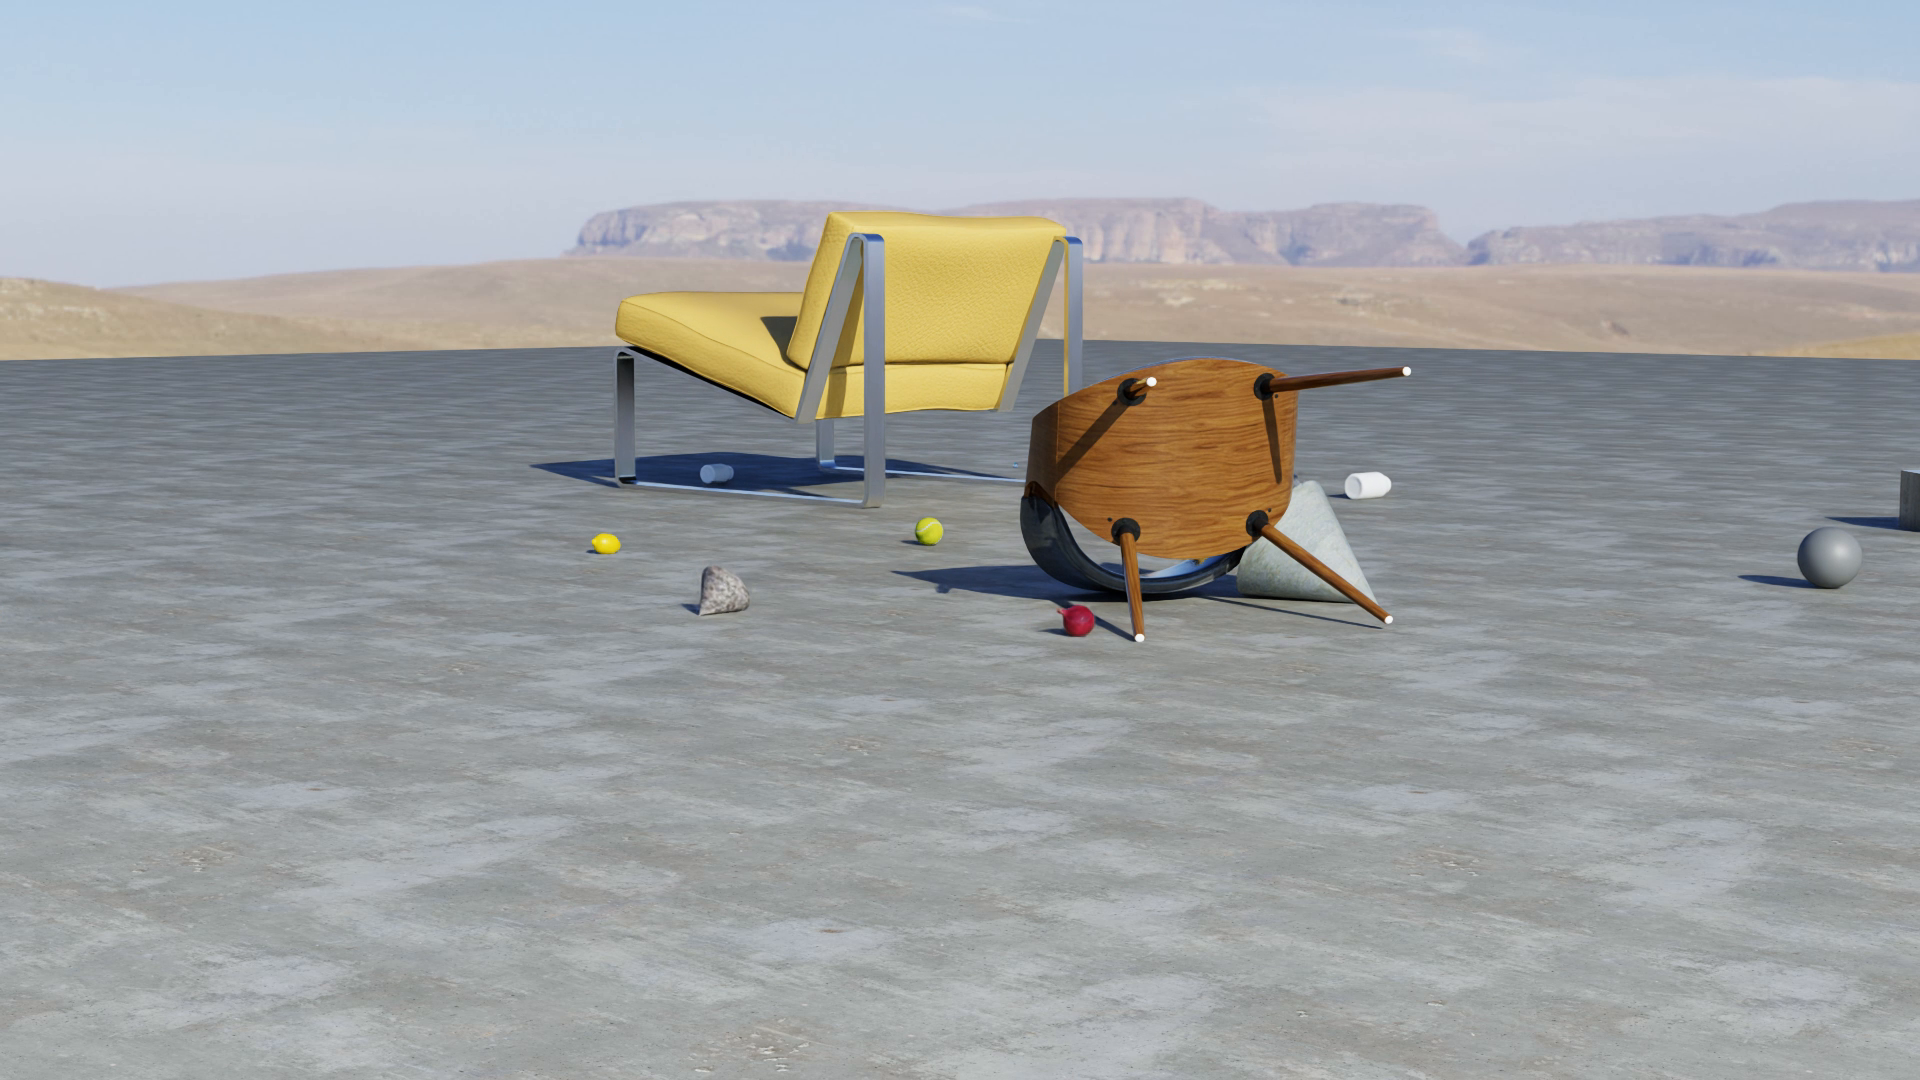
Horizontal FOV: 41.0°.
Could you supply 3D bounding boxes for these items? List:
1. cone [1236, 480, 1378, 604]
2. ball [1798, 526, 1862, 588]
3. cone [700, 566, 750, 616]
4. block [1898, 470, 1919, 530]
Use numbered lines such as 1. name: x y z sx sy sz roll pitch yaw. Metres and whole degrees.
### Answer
1. cone: 0.747 0.064 5.200 0.253 0.277 0.283 36 19 26
2. ball: 1.836 0.037 5.416 0.131 0.131 0.131 0 6 0
3. cone: -0.483 0.121 5.006 0.121 0.112 0.087 -11 29 49
4. block: 2.588 -0.100 6.659 0.213 0.148 0.219 0 6 -2
